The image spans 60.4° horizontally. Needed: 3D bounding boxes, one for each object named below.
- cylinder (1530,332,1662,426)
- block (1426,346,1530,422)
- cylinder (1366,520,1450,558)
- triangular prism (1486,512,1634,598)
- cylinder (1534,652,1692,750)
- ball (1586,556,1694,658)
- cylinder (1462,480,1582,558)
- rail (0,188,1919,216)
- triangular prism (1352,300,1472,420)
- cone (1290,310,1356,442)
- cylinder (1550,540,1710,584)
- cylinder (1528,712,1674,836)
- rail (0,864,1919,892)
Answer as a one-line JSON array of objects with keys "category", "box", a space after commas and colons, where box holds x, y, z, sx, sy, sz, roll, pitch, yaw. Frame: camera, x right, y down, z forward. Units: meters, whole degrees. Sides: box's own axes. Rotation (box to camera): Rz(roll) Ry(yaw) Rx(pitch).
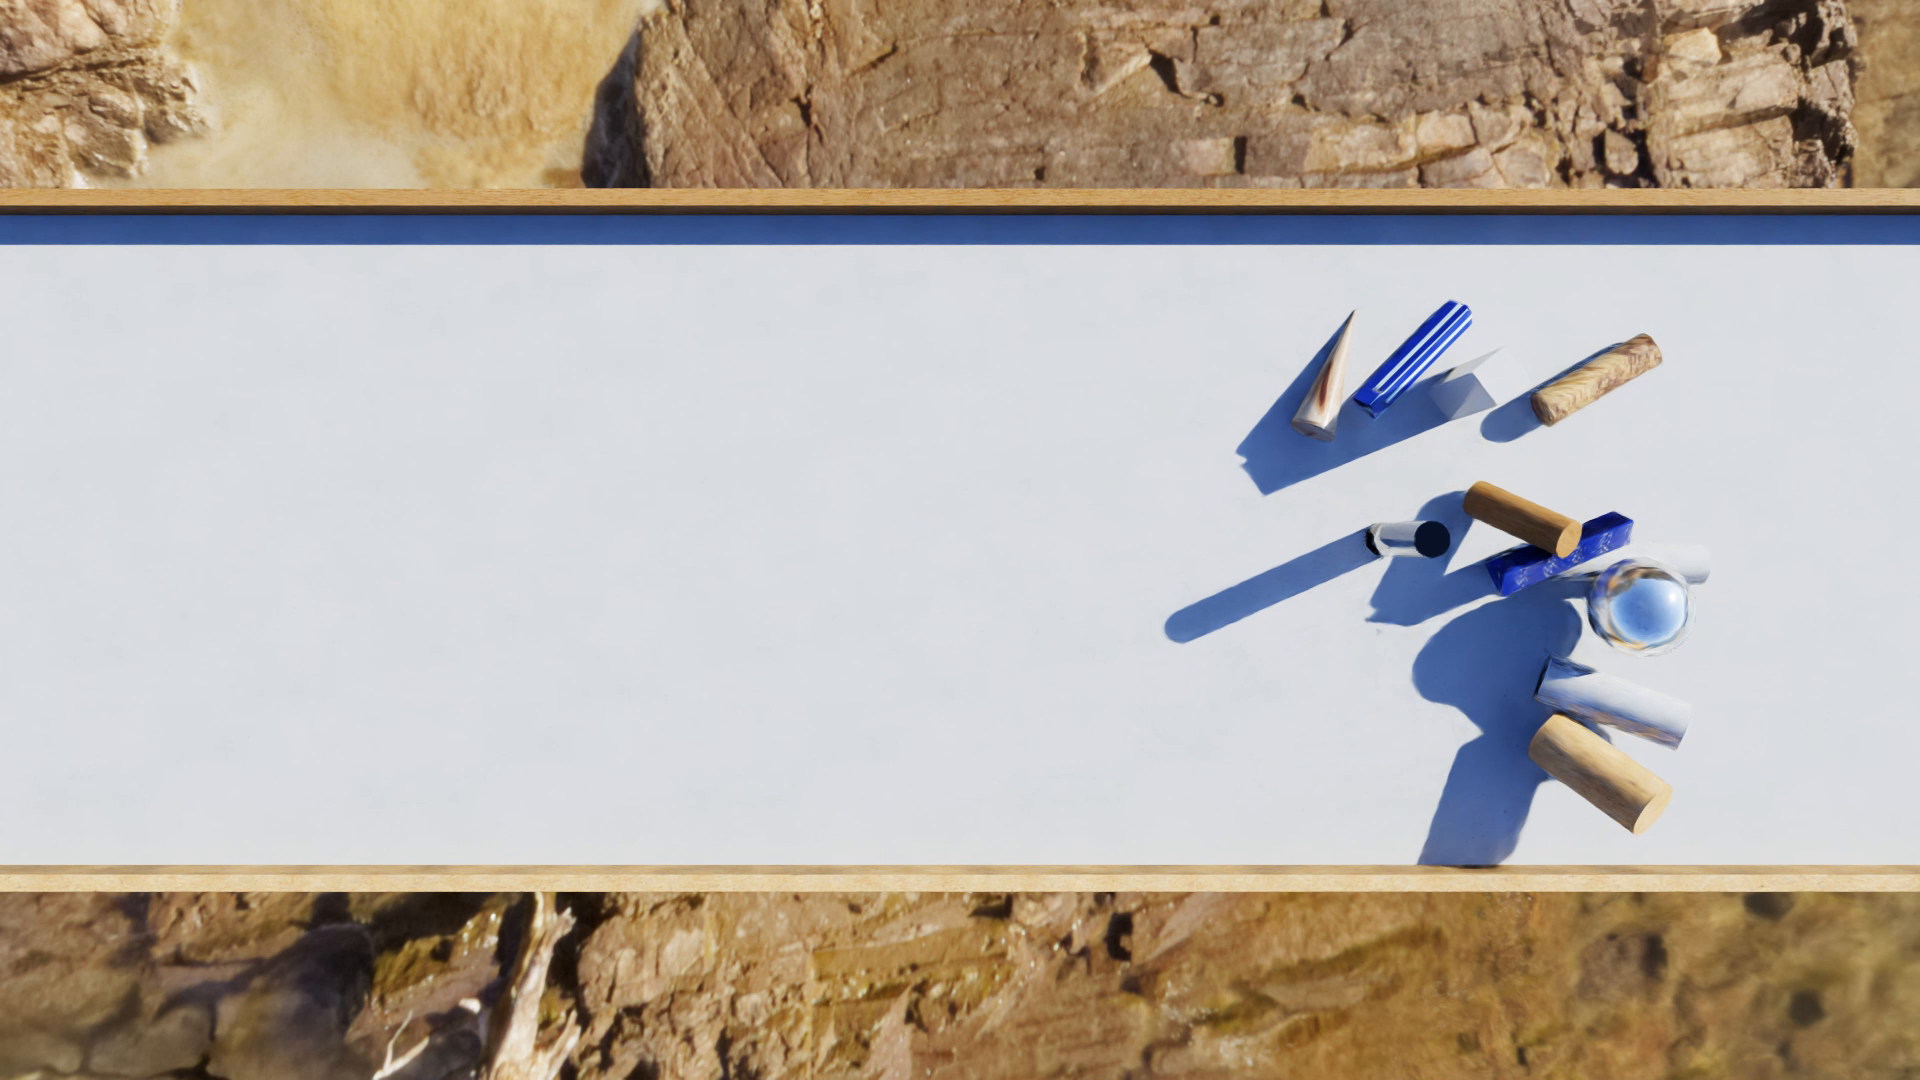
[{"category": "cylinder", "box": [1.934, -0.488, 5.021, 0.383, 0.112, 0.112, -30, 90, 0]}, {"category": "block", "box": [1.527, -0.458, 4.878, 0.123, 0.390, 0.123, -37, 90, -4]}, {"category": "cylinder", "box": [1.314, -0.003, 4.858, 0.105, 0.432, 0.105, 0, 90, -4]}, {"category": "triangular prism", "box": [1.792, 0.033, 4.903, 0.427, 0.093, 0.108, -22, 79, -4]}, {"category": "cylinder", "box": [1.956, 0.484, 4.949, 0.418, 0.151, 0.151, 21, 90, 15]}, {"category": "ball", "box": [1.997, 0.197, 4.844, 0.295, 0.295, 0.295, 0, 90, 0]}, {"category": "cylinder", "box": [1.673, -0.064, 4.917, 0.115, 0.335, 0.115, -19, 124, -32]}, {"category": "rail", "box": [-2.247, -1.025, 5.002, 12.000, 0.150, 0.050, 0, 90, 0]}, {"category": "triangular prism", "box": [1.391, -0.555, 5.031, 0.099, 0.086, 0.426, 45, 90, 0]}, {"category": "cone", "box": [1.145, -0.525, 5.041, 0.142, 0.142, 0.424, 21, 80, 0]}, {"category": "cylinder", "box": [2.028, 0.066, 5.013, 0.451, 0.127, 0.127, 2, 90, 0]}, {"category": "cylinder", "box": [1.894, 0.689, 4.892, 0.176, 0.176, 0.376, -50, 52, 0]}, {"category": "rail", "box": [-2.247, 1.025, 5.001, 12.000, 0.150, 0.050, 0, 90, 0]}]
